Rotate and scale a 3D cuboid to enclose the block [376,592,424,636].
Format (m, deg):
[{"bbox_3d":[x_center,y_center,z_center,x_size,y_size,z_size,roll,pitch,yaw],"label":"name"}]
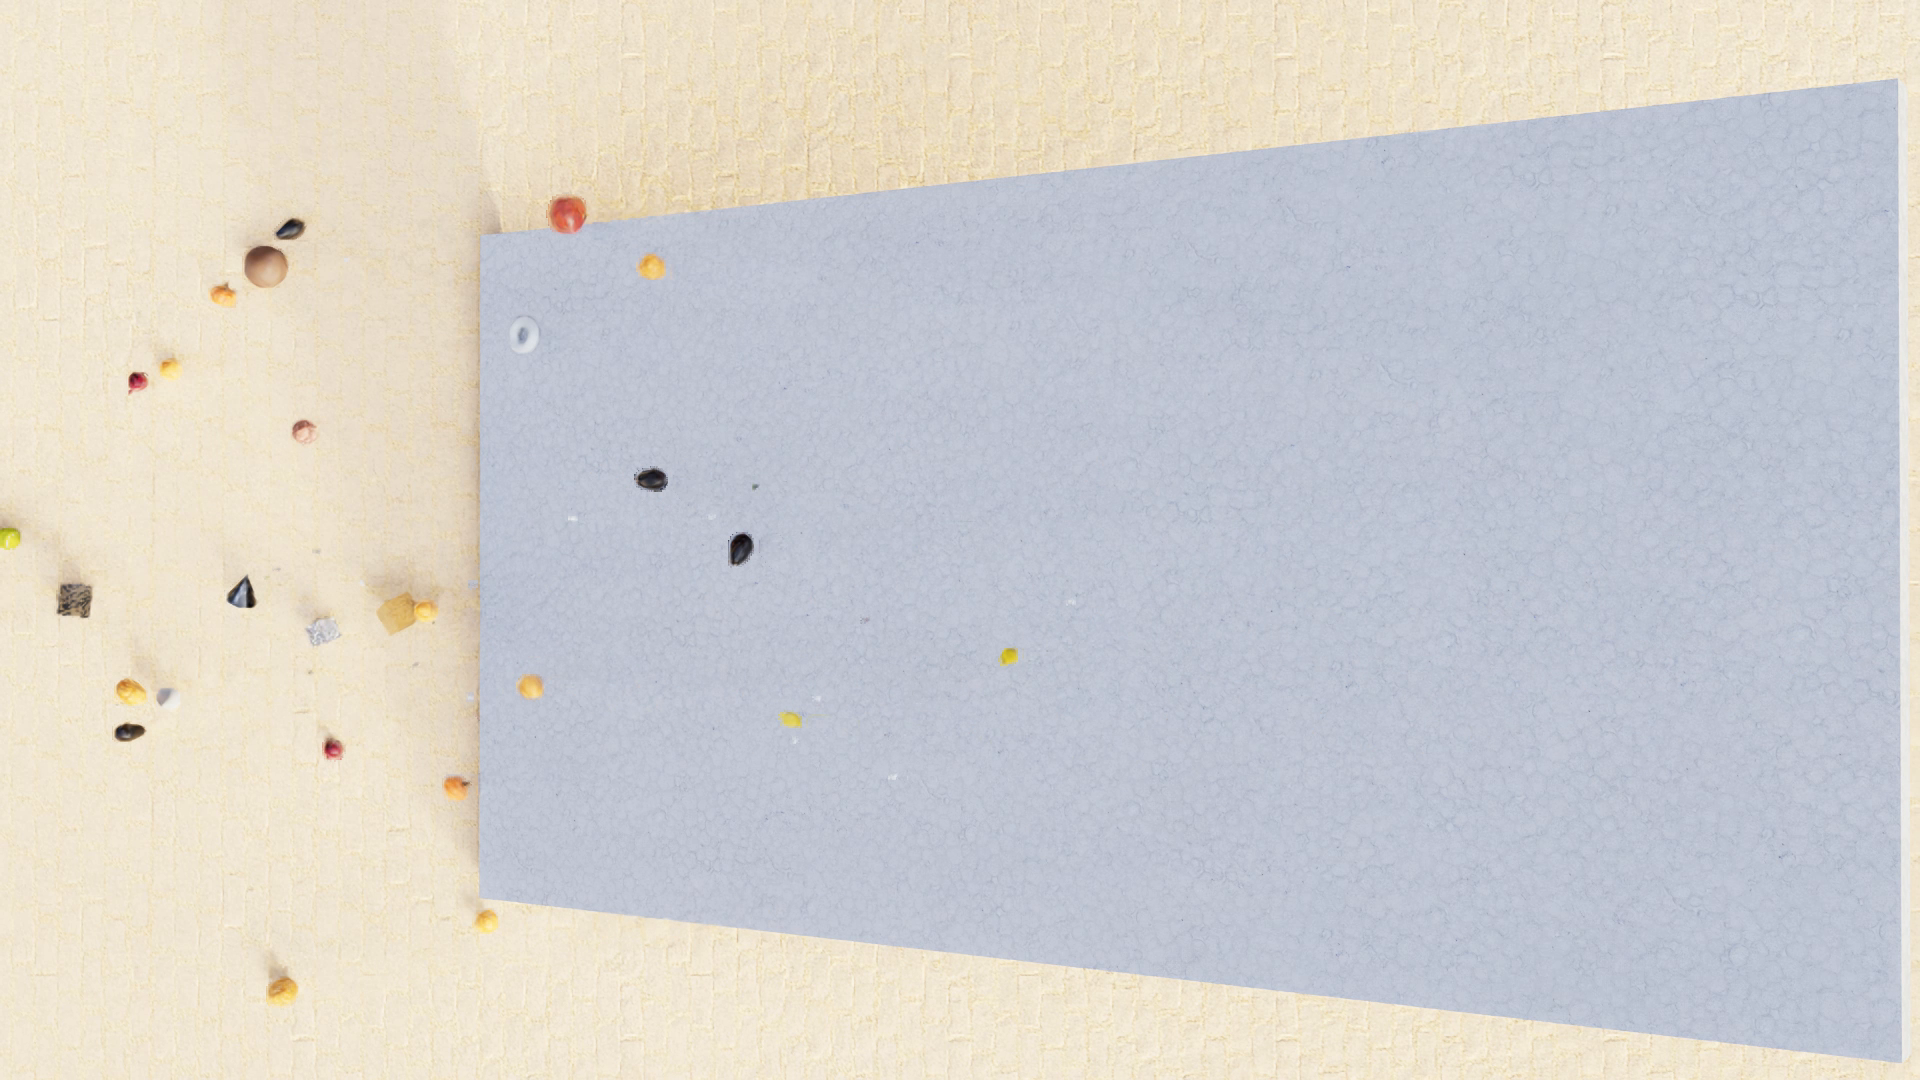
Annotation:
[{"bbox_3d":[-1.693,0.222,6.639,0.087,0.087,0.087,-32,89,-38],"label":"block"}]

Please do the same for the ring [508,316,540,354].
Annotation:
[{"bbox_3d":[-1.293,-0.608,6.518,0.116,0.039,0.116,-1,87,33],"label":"ring"}]

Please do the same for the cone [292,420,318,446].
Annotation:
[{"bbox_3d":[-2.004,-0.328,6.686,0.076,0.076,0.076,0,90,0],"label":"cone"}]

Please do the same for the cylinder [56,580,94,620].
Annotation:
[{"bbox_3d":[-2.681,0.182,6.662,0.093,0.093,0.093,13,100,0],"label":"cylinder"}]

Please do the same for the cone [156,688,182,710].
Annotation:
[{"bbox_3d":[-2.402,0.491,6.642,0.074,0.074,0.074,-1,105,-2],"label":"cone"}]

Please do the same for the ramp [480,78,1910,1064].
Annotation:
[{"bbox_3d":[0.257,0.071,5.592,4.000,0.100,2.000,0,89,33],"label":"ramp"}]

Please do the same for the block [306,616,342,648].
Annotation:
[{"bbox_3d":[-1.932,0.279,6.675,0.065,0.065,0.065,-22,89,28],"label":"block"}]

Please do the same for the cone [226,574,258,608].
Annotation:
[{"bbox_3d":[-2.165,0.141,6.655,0.095,0.095,0.095,23,118,0],"label":"cone"}]
